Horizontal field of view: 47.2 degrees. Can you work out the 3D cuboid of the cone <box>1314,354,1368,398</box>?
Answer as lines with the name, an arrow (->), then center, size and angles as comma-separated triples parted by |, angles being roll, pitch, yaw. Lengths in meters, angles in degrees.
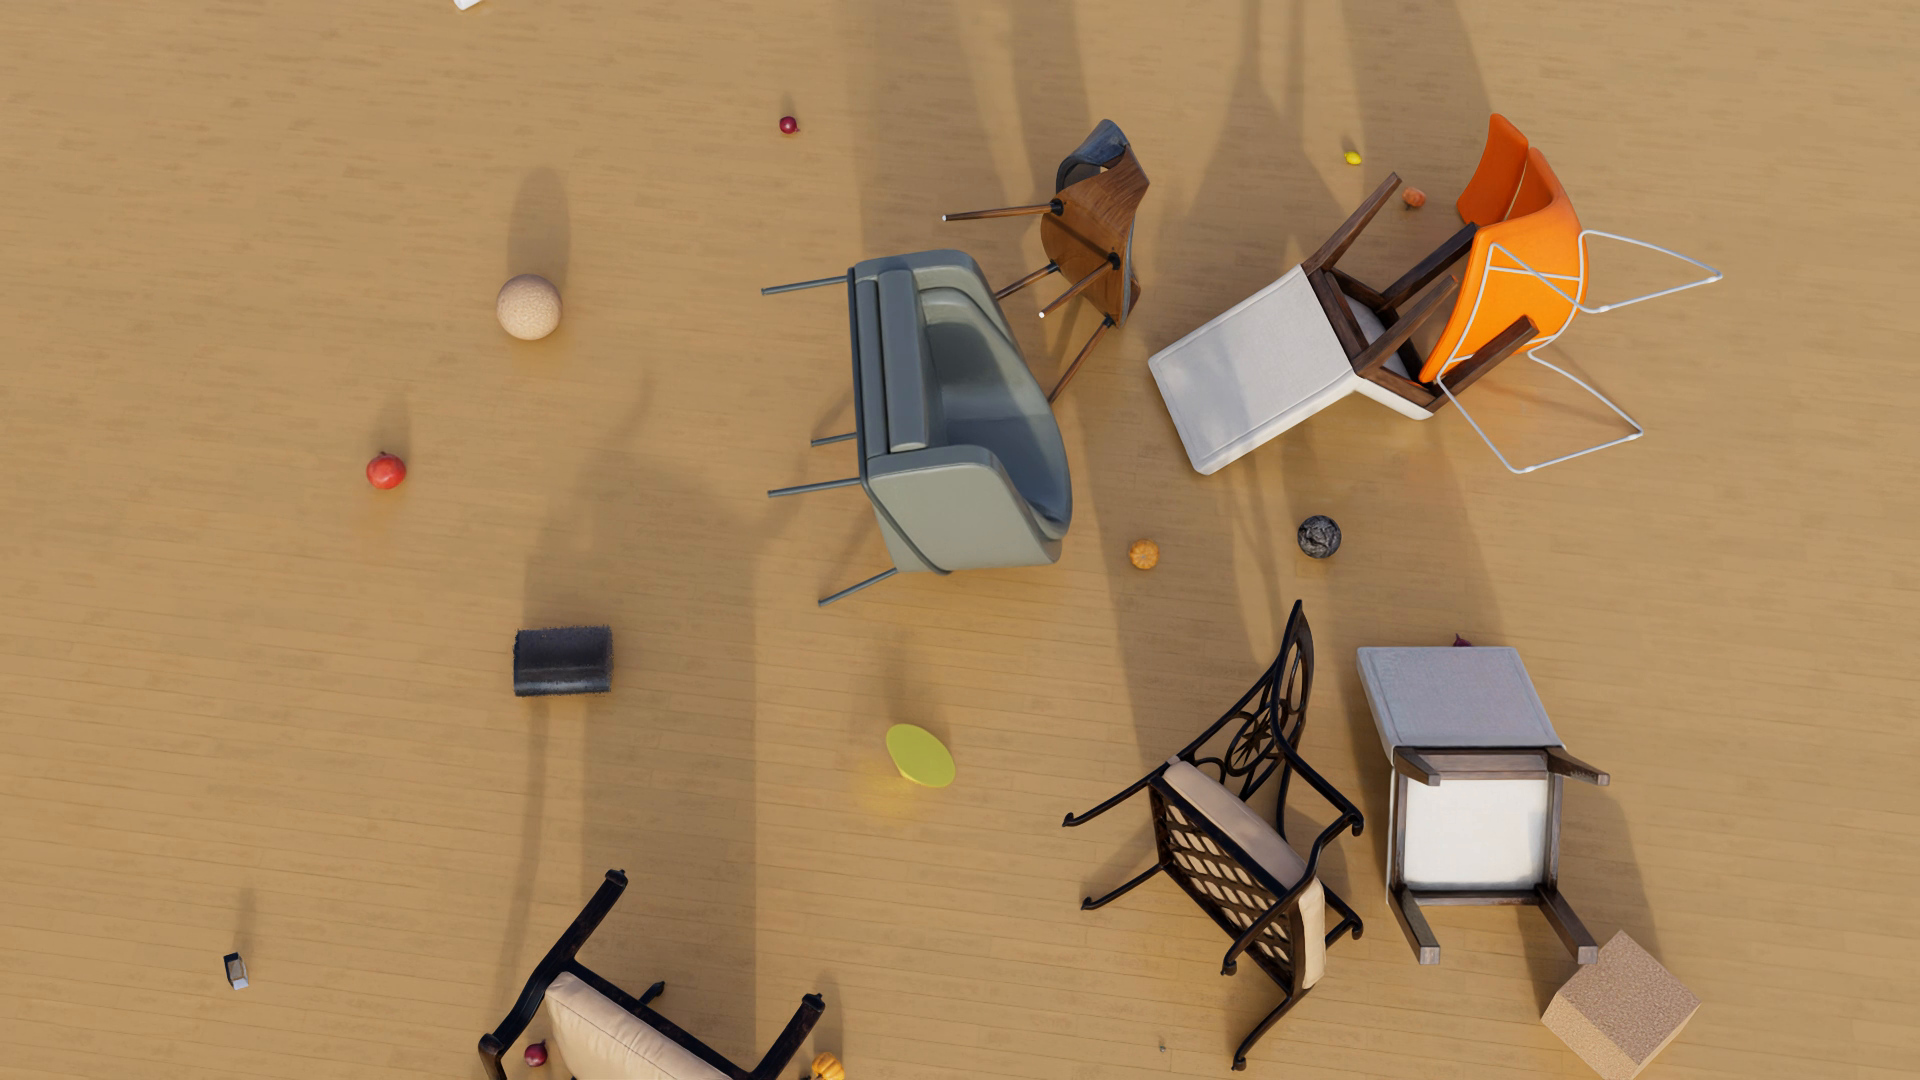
cone -> 1.155, -0.543, 6.901 | 0.188, 0.127, 0.179 | -8, 36, -18

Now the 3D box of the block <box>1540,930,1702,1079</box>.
block -> 1.695, 1.209, 5.646 | 0.255, 0.194, 0.262 | -36, 63, -22

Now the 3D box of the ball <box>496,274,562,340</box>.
ball -> -1.360, -0.736, 6.942 | 0.209, 0.209, 0.209 | 0, 56, 0

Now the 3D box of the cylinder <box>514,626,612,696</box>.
cylinder -> -1.131, 0.345, 6.272 | 0.262, 0.116, 0.206 | -3, 57, -2

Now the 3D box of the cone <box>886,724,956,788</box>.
cone -> -0.134, 0.627, 6.109 | 0.233, 0.094, 0.223 | 5, 44, -46

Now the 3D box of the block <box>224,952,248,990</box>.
block -> -1.901, 1.132, 5.774 | 0.037, 0.067, 0.071 | -17, 58, -11

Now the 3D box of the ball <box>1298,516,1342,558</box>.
ball -> 1.063, -0.009, 6.502 | 0.129, 0.129, 0.129 | 0, 56, 0
